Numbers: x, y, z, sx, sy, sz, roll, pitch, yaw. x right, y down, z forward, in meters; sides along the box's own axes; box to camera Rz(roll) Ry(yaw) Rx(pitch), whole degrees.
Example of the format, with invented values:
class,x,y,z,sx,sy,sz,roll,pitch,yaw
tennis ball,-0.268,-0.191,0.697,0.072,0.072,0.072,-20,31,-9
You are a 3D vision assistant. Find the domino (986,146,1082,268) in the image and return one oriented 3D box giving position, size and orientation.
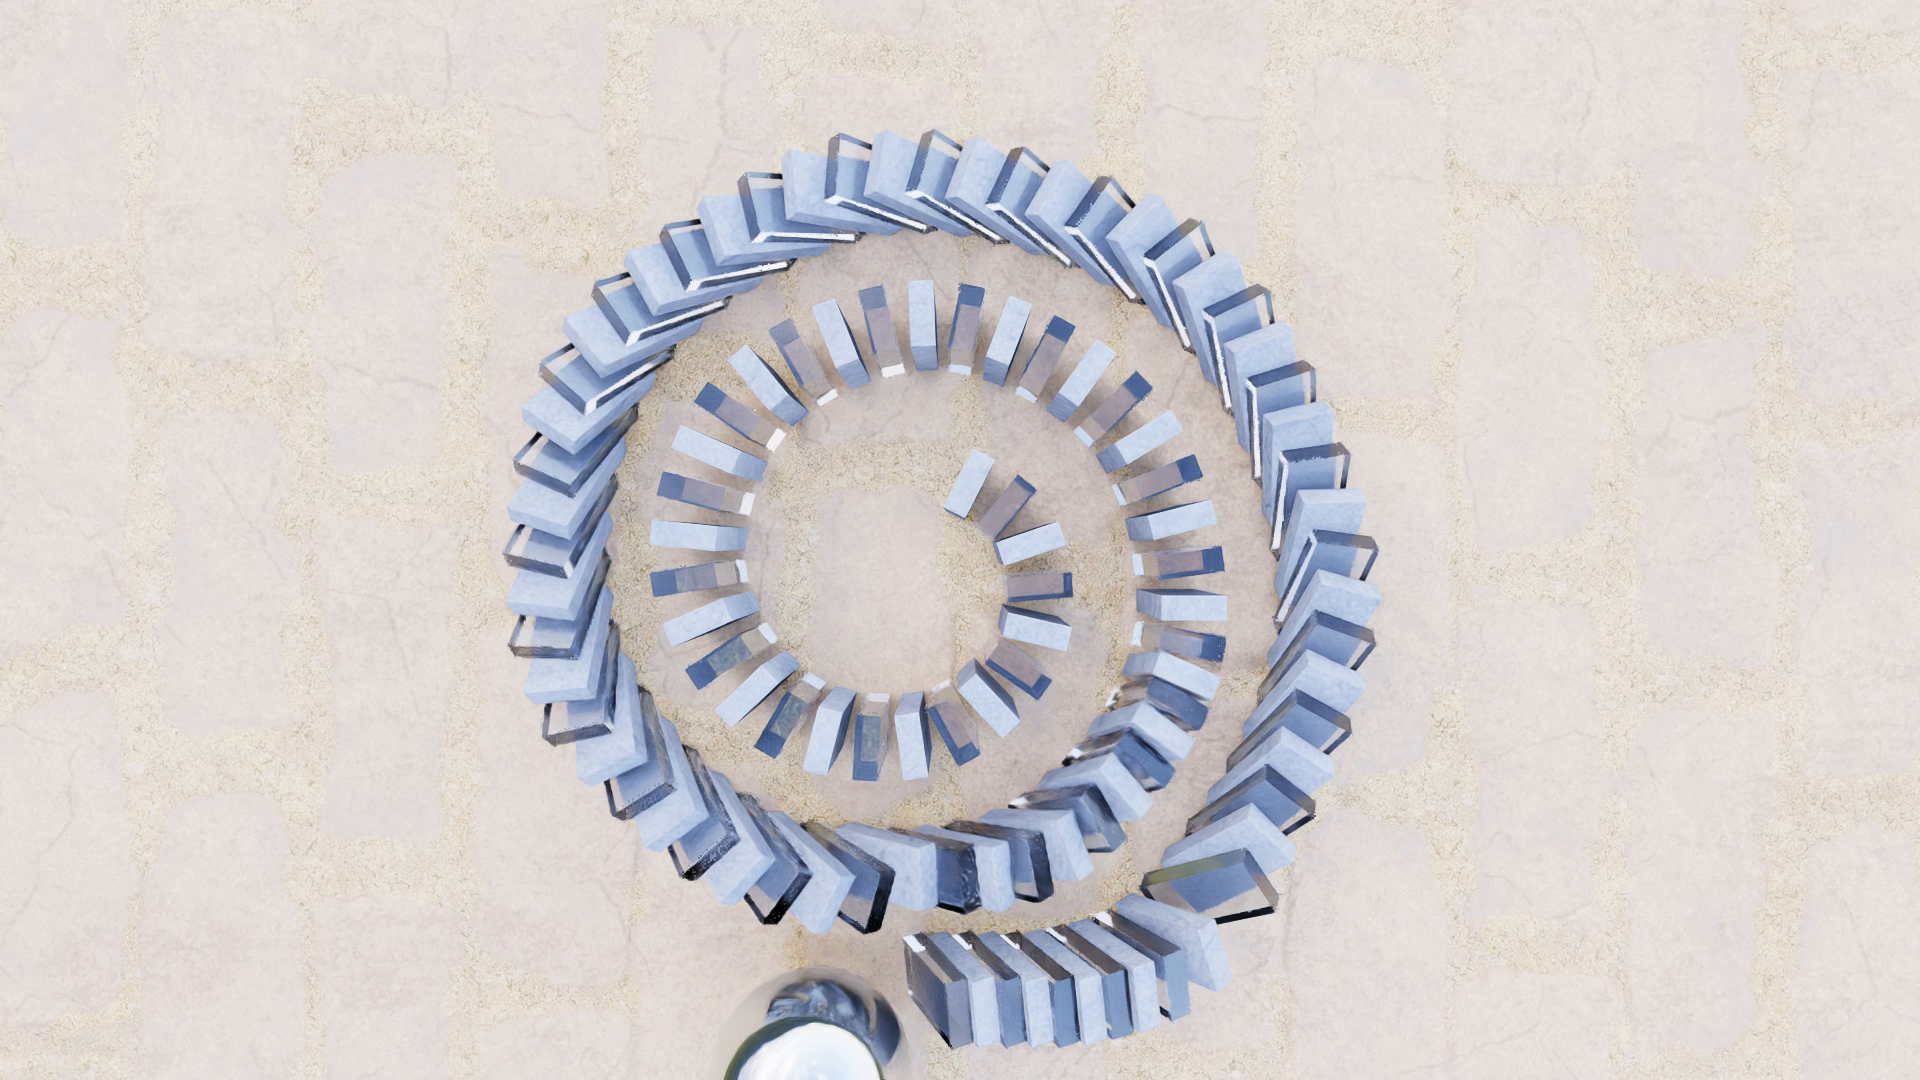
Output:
class,x,y,z,sx,sy,sz,roll,pitch,yaw
domino,0.036,-0.137,0.381,0.050,0.009,0.025,25,90,-36

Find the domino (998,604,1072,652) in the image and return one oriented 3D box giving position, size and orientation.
class,x,y,z,sx,sy,sz,roll,pitch,yaw
domino,0.030,0.035,0.375,0.025,0.050,0.010,13,90,0

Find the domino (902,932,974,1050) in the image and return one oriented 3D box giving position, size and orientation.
class,x,y,z,sx,sy,sz,roll,pitch,yaw
domino,-0.010,0.183,0.375,0.010,0.050,0.025,-6,90,-22

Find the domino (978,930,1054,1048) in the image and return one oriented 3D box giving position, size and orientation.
class,x,y,z,sx,sy,sz,roll,pitch,yaw
domino,0.021,0.182,0.375,0.010,0.050,0.025,-6,90,-22

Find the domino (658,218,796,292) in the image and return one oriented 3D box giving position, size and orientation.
class,x,y,z,sx,sy,sz,roll,pitch,yaw
domino,-0.096,-0.121,0.381,0.050,0.009,0.025,-26,90,-37

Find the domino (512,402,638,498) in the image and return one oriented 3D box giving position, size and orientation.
class,x,y,z,sx,sy,sz,roll,pitch,yaw
domino,-0.159,-0.043,0.381,0.025,0.009,0.050,24,53,0

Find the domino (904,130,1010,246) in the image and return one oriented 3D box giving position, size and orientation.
class,x,y,z,sx,sy,sz,roll,pitch,yaw
domino,0.003,-0.146,0.381,0.050,0.010,0.025,16,90,-37

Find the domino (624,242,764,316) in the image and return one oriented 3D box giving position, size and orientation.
class,x,y,z,sx,sy,sz,roll,pitch,yaw
domino,-0.110,-0.112,0.381,0.050,0.010,0.025,-29,90,-37

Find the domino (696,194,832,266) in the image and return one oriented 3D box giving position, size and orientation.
class,x,y,z,sx,sy,sz,roll,pitch,yaw
domino,-0.081,-0.130,0.381,0.050,0.010,0.025,-20,90,-37

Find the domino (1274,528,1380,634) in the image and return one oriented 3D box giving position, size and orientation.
class,x,y,z,sx,sy,sz,roll,pitch,yaw
domino,0.151,0.020,0.381,0.025,0.010,0.050,8,127,0

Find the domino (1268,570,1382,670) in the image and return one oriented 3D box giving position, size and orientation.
class,x,y,z,sx,sy,sz,roll,pitch,yaw
domino,0.151,0.037,0.381,0.025,0.009,0.050,15,127,-1

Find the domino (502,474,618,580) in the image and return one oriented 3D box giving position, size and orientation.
class,x,y,z,sx,sy,sz,roll,pitch,yaw
domino,-0.165,-0.009,0.381,0.025,0.009,0.050,13,53,0

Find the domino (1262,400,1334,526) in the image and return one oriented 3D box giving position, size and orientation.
class,x,y,z,sx,sy,sz,roll,pitch,yaw
domino,0.140,-0.031,0.381,0.025,0.009,0.050,-13,126,0

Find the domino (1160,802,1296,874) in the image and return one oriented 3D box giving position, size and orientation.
class,x,y,z,sx,sy,sz,roll,pitch,yaw
domino,0.111,0.131,0.381,0.025,0.010,0.050,45,126,0

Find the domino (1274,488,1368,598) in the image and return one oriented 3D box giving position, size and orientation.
class,x,y,z,sx,sy,sz,roll,pitch,yaw
domino,0.149,0.002,0.381,0.025,0.010,0.050,-1,127,0

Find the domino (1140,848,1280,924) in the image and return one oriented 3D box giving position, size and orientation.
class,x,y,z,sx,sy,sz,roll,pitch,yaw
domino,0.103,0.146,0.381,0.050,0.010,0.025,-31,96,35

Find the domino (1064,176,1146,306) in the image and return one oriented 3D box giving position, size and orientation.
class,x,y,z,sx,sy,sz,roll,pitch,yaw
domino,0.068,-0.124,0.381,0.050,0.010,0.025,35,90,-37

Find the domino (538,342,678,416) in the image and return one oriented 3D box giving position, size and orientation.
class,x,y,z,sx,sy,sz,roll,pitch,yaw
domino,-0.146,-0.075,0.381,0.025,0.010,0.050,41,52,1

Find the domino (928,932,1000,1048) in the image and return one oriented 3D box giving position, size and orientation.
class,x,y,z,sx,sy,sz,roll,pitch,yaw
domino,0.001,0.183,0.375,0.010,0.050,0.025,-6,90,-22

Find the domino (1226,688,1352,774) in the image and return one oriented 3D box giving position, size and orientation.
class,x,y,z,sx,sy,sz,roll,pitch,yaw
domino,0.136,0.086,0.381,0.025,0.010,0.050,29,126,0

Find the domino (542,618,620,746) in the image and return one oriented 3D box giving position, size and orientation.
class,x,y,z,sx,sy,sz,roll,pitch,yaw
domino,-0.157,0.059,0.381,0.025,0.010,0.050,-12,52,0

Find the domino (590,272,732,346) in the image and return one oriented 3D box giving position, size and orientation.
class,x,y,z,sx,sy,sz,roll,pitch,yaw
domino,-0.123,-0.101,0.381,0.050,0.009,0.025,-35,90,-37

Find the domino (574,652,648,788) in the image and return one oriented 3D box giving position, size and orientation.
class,x,y,z,sx,sy,sz,roll,pitch,yaw
domino,-0.147,0.074,0.381,0.025,0.010,0.050,-25,52,0

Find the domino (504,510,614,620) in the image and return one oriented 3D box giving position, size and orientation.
class,x,y,z,sx,sy,sz,roll,pitch,yaw
domino,-0.166,0.009,0.381,0.025,0.010,0.050,6,53,0

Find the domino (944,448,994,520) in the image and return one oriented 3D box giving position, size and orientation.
class,x,y,z,sx,sy,sz,roll,pitch,yaw
domino,0.003,-0.022,0.375,0.009,0.050,0.025,27,90,0

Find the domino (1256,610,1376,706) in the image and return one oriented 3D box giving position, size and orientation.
class,x,y,z,sx,sy,sz,roll,pitch,yaw
domino,0.147,0.054,0.381,0.025,0.009,0.050,20,127,0

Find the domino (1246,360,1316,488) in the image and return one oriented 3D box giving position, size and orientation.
class,x,y,z,sx,sy,sz,roll,pitch,yaw
domino,0.134,-0.047,0.381,0.025,0.009,0.050,-17,126,0

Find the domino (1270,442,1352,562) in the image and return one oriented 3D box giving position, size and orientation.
class,x,y,z,sx,sy,sz,roll,pitch,yaw
domino,0.145,-0.015,0.381,0.025,0.010,0.050,-8,126,0

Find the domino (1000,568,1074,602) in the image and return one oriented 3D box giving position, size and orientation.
class,x,y,z,sx,sy,sz,roll,pitch,yaw
domino,0.031,0.018,0.375,0.025,0.050,0.009,-4,90,0

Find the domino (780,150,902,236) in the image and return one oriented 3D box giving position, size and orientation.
class,x,y,z,sx,sy,sz,roll,pitch,yaw
domino,-0.049,-0.144,0.381,0.050,0.010,0.025,-5,90,-38

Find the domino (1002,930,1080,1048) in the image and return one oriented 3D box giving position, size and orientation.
class,x,y,z,sx,sy,sz,roll,pitch,yaw
domino,0.032,0.182,0.375,0.010,0.050,0.025,-6,90,-22

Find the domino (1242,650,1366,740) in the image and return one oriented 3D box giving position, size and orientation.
class,x,y,z,sx,sy,sz,roll,pitch,yaw
domino,0.142,0.070,0.381,0.025,0.009,0.050,25,126,0

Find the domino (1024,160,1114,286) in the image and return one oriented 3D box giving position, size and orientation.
class,x,y,z,sx,sy,sz,roll,pitch,yaw
domino,0.052,-0.131,0.381,0.050,0.010,0.025,30,90,-36

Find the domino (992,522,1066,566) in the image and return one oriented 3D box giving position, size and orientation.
class,x,y,z,sx,sy,sz,roll,pitch,yaw
domino,0.027,0.001,0.375,0.025,0.050,0.010,-19,90,0

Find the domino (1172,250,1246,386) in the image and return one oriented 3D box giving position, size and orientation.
class,x,y,z,sx,sy,sz,roll,pitch,yaw
domino,0.108,-0.092,0.381,0.025,0.010,0.050,-32,127,0

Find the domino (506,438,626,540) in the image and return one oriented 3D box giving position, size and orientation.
class,x,y,z,sx,sy,sz,roll,pitch,yaw
domino,-0.162,-0.026,0.381,0.025,0.009,0.050,18,53,0

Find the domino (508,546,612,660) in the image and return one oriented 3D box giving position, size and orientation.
class,x,y,z,sx,sy,sz,roll,pitch,yaw
domino,-0.166,0.025,0.381,0.025,0.009,0.050,3,53,1

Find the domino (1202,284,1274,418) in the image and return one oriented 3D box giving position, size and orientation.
class,x,y,z,sx,sy,sz,roll,pitch,yaw
domino,0.119,-0.078,0.381,0.025,0.010,0.050,-26,127,0

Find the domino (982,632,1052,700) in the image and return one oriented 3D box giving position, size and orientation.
class,x,y,z,sx,sy,sz,roll,pitch,yaw
domino,0.022,0.051,0.375,0.025,0.050,0.009,35,90,0

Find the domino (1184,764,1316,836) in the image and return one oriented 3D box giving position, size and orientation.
class,x,y,z,sx,sy,sz,roll,pitch,yaw
domino,0.120,0.116,0.381,0.025,0.010,0.050,38,126,0

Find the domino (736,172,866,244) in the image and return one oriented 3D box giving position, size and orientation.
class,x,y,z,sx,sy,sz,roll,pitch,yaw
domino,-0.065,-0.138,0.381,0.050,0.010,0.025,-13,90,-37

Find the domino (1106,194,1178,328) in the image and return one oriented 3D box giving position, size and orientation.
class,x,y,z,sx,sy,sz,roll,pitch,yaw
domino,0.083,-0.115,0.381,0.025,0.009,0.050,-46,127,0

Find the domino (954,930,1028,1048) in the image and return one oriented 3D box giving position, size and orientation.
class,x,y,z,sx,sy,sz,roll,pitch,yaw
domino,0.011,0.182,0.375,0.010,0.050,0.025,-6,90,-22

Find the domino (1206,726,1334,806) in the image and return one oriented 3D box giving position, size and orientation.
class,x,y,z,sx,sy,sz,roll,pitch,yaw
domino,0.128,0.101,0.381,0.025,0.009,0.050,33,126,0

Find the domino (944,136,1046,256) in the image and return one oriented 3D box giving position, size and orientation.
class,x,y,z,sx,sy,sz,roll,pitch,yaw
domino,0.020,-0.142,0.381,0.050,0.010,0.025,20,90,-37

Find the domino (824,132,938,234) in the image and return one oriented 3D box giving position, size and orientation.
class,x,y,z,sx,sy,sz,roll,pitch,yaw
domino,-0.031,-0.147,0.381,0.050,0.009,0.025,5,89,-37

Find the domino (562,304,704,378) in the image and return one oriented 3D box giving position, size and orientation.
class,x,y,z,sx,sy,sz,roll,pitch,yaw
domino,-0.135,-0.089,0.381,0.025,0.009,0.050,50,53,0

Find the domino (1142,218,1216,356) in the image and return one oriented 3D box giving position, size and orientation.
class,x,y,z,sx,sy,sz,roll,pitch,yaw
domino,0.097,-0.104,0.381,0.025,0.010,0.050,-38,127,-1

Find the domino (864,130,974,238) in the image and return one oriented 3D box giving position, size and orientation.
class,x,y,z,sx,sy,sz,roll,pitch,yaw
domino,-0.014,-0.147,0.381,0.050,0.009,0.025,10,89,-37

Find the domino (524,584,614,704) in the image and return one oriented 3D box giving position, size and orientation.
class,x,y,z,sx,sy,sz,roll,pitch,yaw
domino,-0.162,0.043,0.381,0.025,0.009,0.050,-6,53,1

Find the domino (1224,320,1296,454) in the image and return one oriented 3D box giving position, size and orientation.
class,x,y,z,sx,sy,sz,roll,pitch,yaw
domino,0.127,-0.063,0.381,0.025,0.010,0.050,-22,127,0

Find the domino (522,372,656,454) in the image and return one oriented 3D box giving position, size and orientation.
class,x,y,z,sx,sy,sz,roll,pitch,yaw
domino,-0.153,-0.060,0.381,0.025,0.009,0.050,33,52,0

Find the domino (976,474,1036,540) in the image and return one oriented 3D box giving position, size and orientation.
class,x,y,z,sx,sy,sz,roll,pitch,yaw
domino,0.018,-0.013,0.375,0.010,0.050,0.025,40,90,0
